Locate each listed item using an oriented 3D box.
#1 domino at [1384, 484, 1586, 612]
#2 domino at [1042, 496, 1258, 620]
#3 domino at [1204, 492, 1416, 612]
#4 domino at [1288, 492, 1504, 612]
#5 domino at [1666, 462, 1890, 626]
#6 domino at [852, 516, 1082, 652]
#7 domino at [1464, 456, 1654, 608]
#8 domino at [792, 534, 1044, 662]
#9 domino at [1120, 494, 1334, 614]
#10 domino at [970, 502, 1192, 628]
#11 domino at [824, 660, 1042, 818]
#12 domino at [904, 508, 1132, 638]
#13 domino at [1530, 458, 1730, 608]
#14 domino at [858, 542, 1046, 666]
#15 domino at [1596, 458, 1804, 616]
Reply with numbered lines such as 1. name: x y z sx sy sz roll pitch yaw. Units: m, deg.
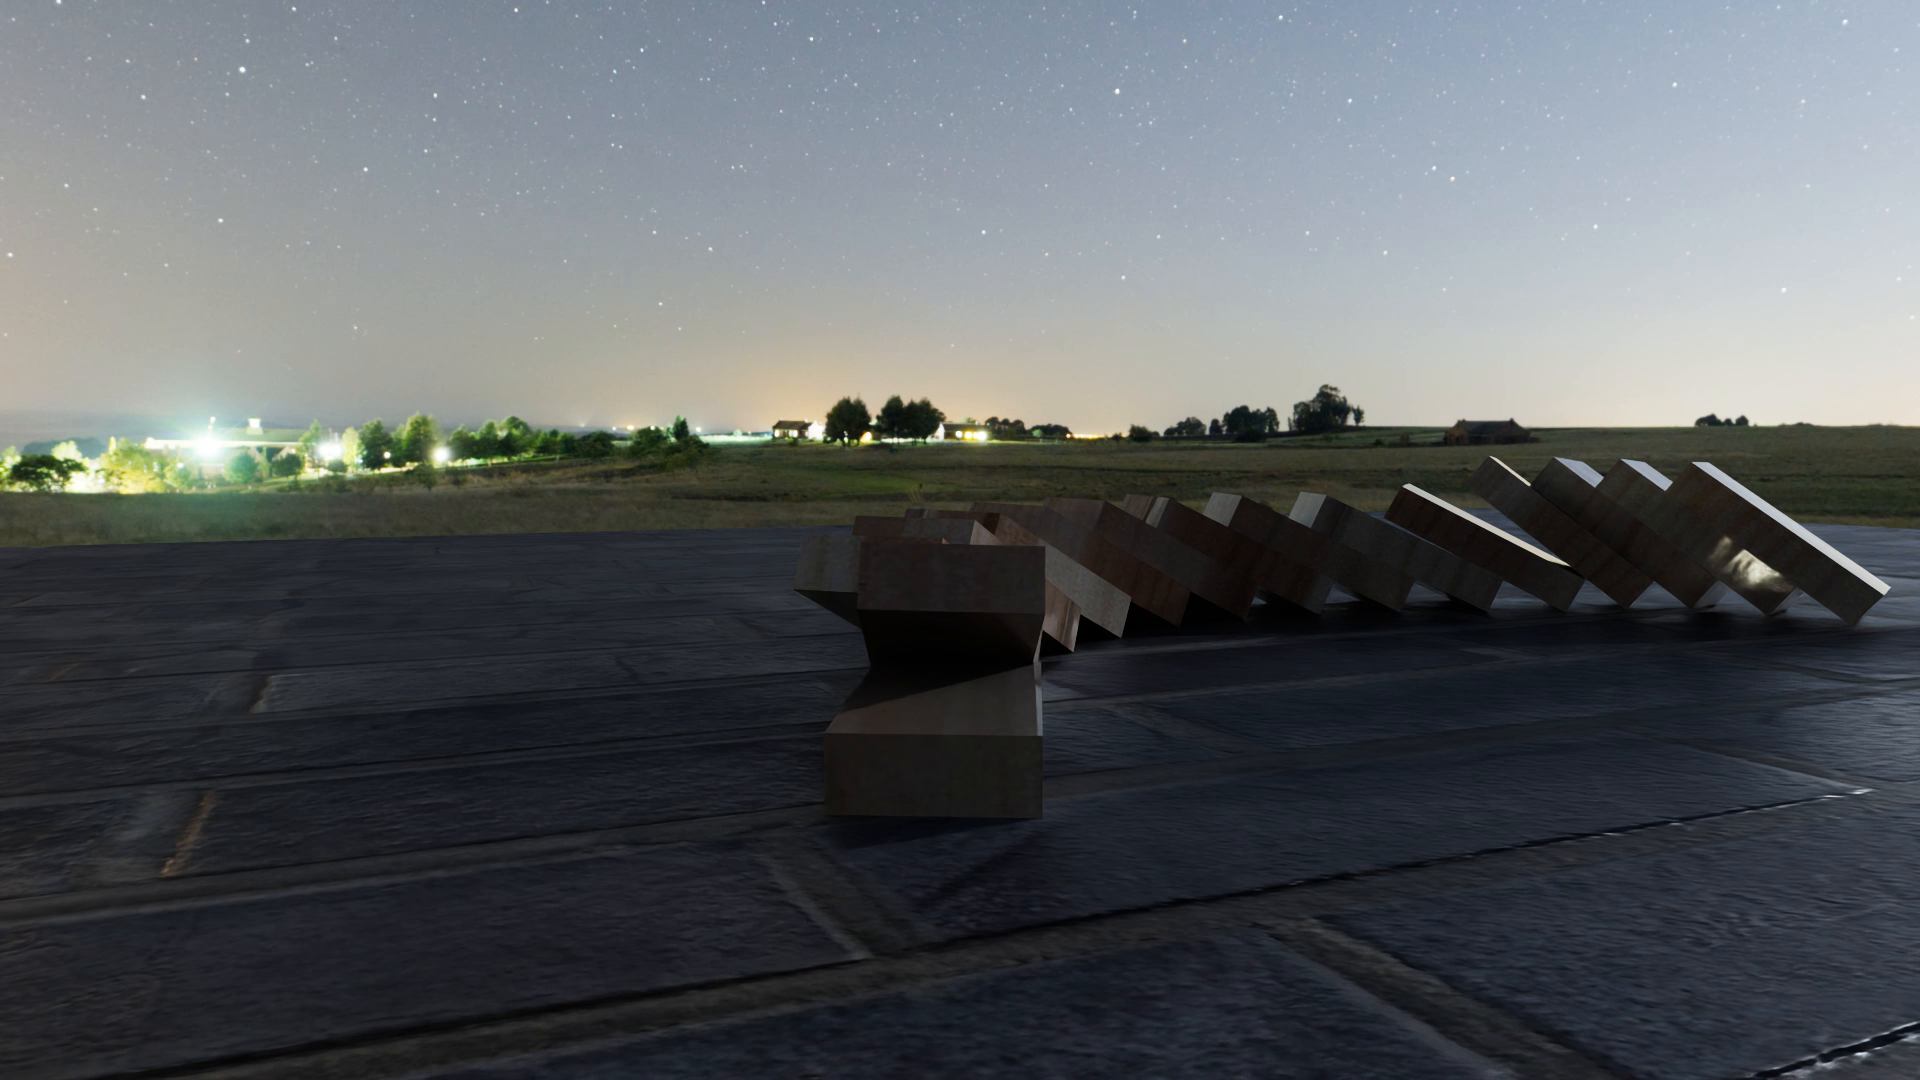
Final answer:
1. domino: 0.140 0.001 0.343 0.050 0.009 0.025 31 15 19
2. domino: 0.045 0.004 0.310 0.050 0.010 0.025 26 -8 -27
3. domino: 0.089 0.003 0.334 0.050 0.010 0.025 25 2 -7
4. domino: 0.113 0.003 0.337 0.050 0.010 0.025 25 4 -2
5. domino: 0.201 0.000 0.316 0.025 0.010 0.050 -4 42 -51
6. domino: 0.002 0.009 0.249 0.025 0.010 0.050 2 -19 30
7. domino: 0.159 -0.003 0.341 0.050 0.010 0.025 43 19 19
8. domino: -0.006 0.012 0.225 0.025 0.010 0.050 2 -18 24
9. domino: 0.066 0.003 0.324 0.050 0.010 0.025 25 -3 -17
10. domino: 0.027 0.006 0.294 0.050 0.010 0.025 27 -13 -36
11. domino: -0.002 0.025 0.171 0.025 0.009 0.050 0 4 3
12. domino: 0.012 0.008 0.273 0.025 0.010 0.050 4 -19 41
13. domino: 0.178 -0.002 0.339 0.025 0.009 0.050 1 39 -48
14. domino: -0.001 0.013 0.196 0.025 0.010 0.050 1 -19 0
15. domino: 0.190 -0.001 0.329 0.025 0.010 0.050 -1 40 -49
